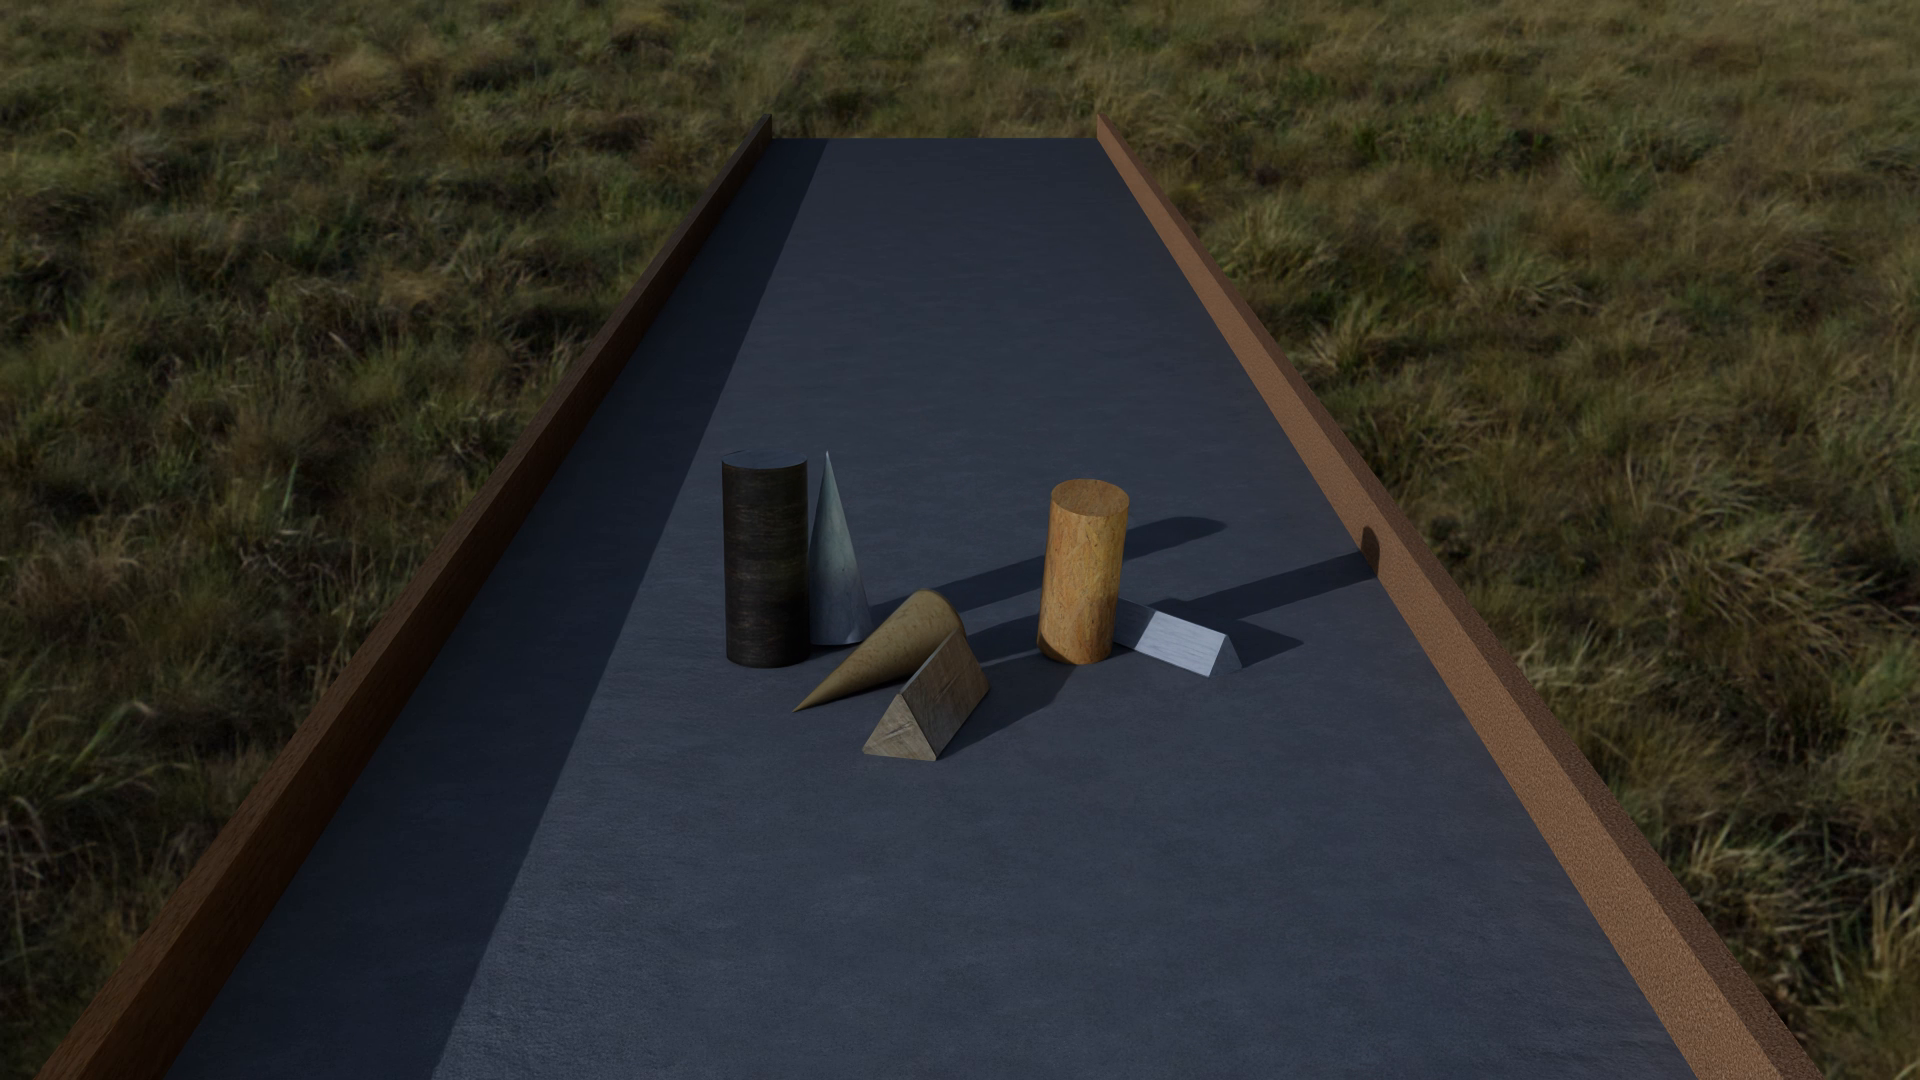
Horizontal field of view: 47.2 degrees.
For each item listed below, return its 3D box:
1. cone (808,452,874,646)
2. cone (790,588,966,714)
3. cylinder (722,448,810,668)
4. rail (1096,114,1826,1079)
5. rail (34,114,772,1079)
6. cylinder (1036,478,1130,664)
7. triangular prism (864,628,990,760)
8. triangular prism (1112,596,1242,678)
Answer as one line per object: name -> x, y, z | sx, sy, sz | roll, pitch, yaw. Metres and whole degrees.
cone -> -0.265, 0.005, 4.511 | 0.169, 0.388, 0.169 | -1, 13, 0
cone -> -0.183, 0.248, 4.254 | 0.162, 0.162, 0.400 | 16, 34, 42
cylinder -> -0.386, 0.035, 4.390 | 0.168, 0.407, 0.168 | 0, 16, 0
rail -> 0.932, -0.844, 7.801 | 0.050, 0.150, 12.000 | 0, 17, -1
rail -> -1.118, -0.838, 7.780 | 0.050, 0.150, 12.000 | 0, 17, -1
cylinder -> 0.243, 0.064, 4.371 | 0.153, 0.339, 0.153 | 3, 30, -2
triangular prism -> -0.057, 0.277, 4.078 | 0.136, 0.118, 0.378 | 5, 17, 15
triangular prism -> 0.399, 0.180, 4.472 | 0.093, 0.080, 0.392 | -14, 21, -37
